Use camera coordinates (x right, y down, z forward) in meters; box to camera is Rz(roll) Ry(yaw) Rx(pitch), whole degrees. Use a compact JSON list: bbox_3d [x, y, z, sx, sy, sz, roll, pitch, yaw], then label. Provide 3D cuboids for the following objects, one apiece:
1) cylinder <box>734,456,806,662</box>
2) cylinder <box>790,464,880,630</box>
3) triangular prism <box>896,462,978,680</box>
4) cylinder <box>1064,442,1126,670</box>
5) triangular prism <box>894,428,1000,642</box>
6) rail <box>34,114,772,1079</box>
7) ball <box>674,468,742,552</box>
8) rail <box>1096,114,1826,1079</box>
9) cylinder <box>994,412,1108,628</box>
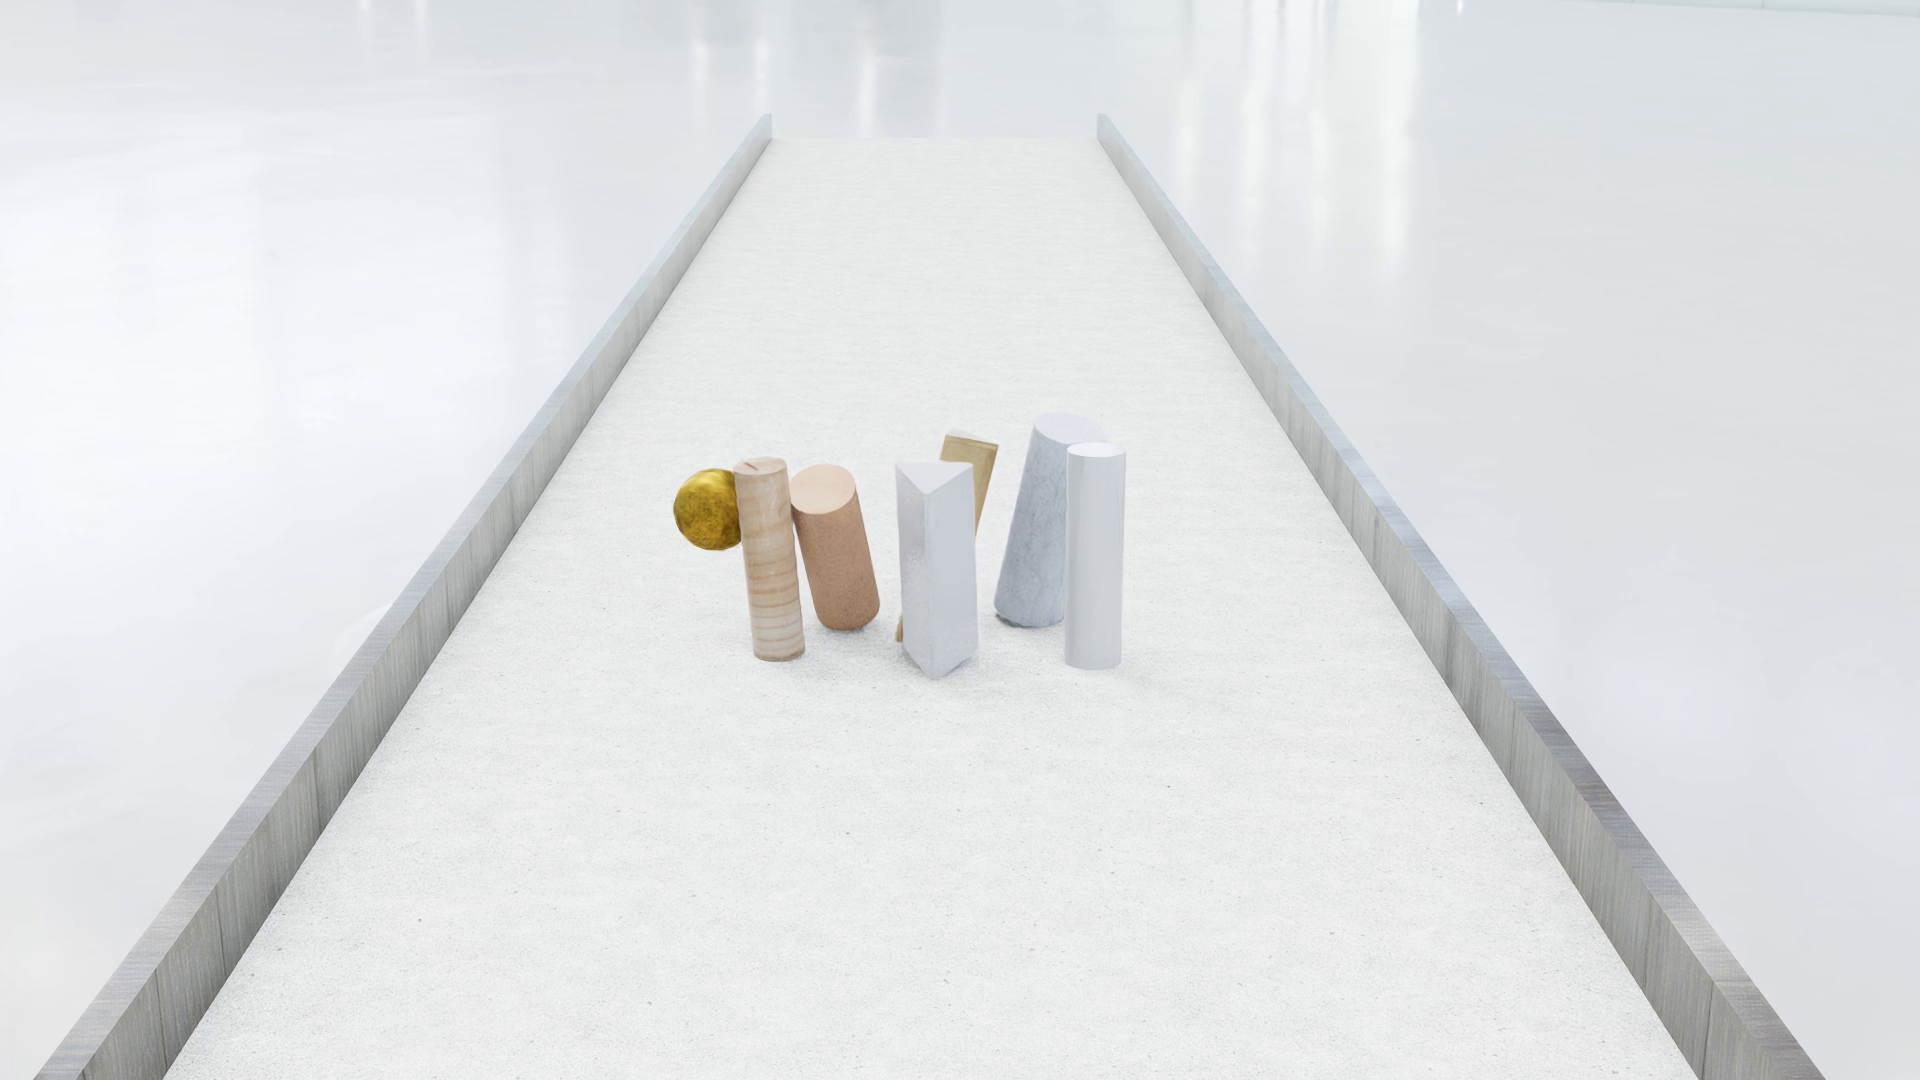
[{"bbox_3d":[-0.378,0.039,4.379,0.105,0.398,0.105,-3,22,1],"label":"cylinder"},{"bbox_3d":[-0.256,0.018,4.503,0.138,0.359,0.138,-4,47,5],"label":"cylinder"},{"bbox_3d":[-0.065,0.048,4.285,0.128,0.413,0.148,19,35,32],"label":"triangular prism"},{"bbox_3d":[0.267,0.033,4.352,0.116,0.436,0.116,0,17,0],"label":"cylinder"},{"bbox_3d":[-0.044,-0.008,4.460,0.117,0.434,0.102,9,12,-25],"label":"triangular prism"},{"bbox_3d":[-1.118,-0.838,7.780,0.050,0.150,12.000,0,17,-1],"label":"rail"},{"bbox_3d":[-0.505,-0.062,4.532,0.171,0.171,0.171,0,17,0],"label":"ball"},{"bbox_3d":[0.932,-0.844,7.801,0.050,0.150,12.000,0,17,-1],"label":"rail"},{"bbox_3d":[0.186,-0.041,4.569,0.154,0.428,0.154,9,28,-5],"label":"cylinder"}]
